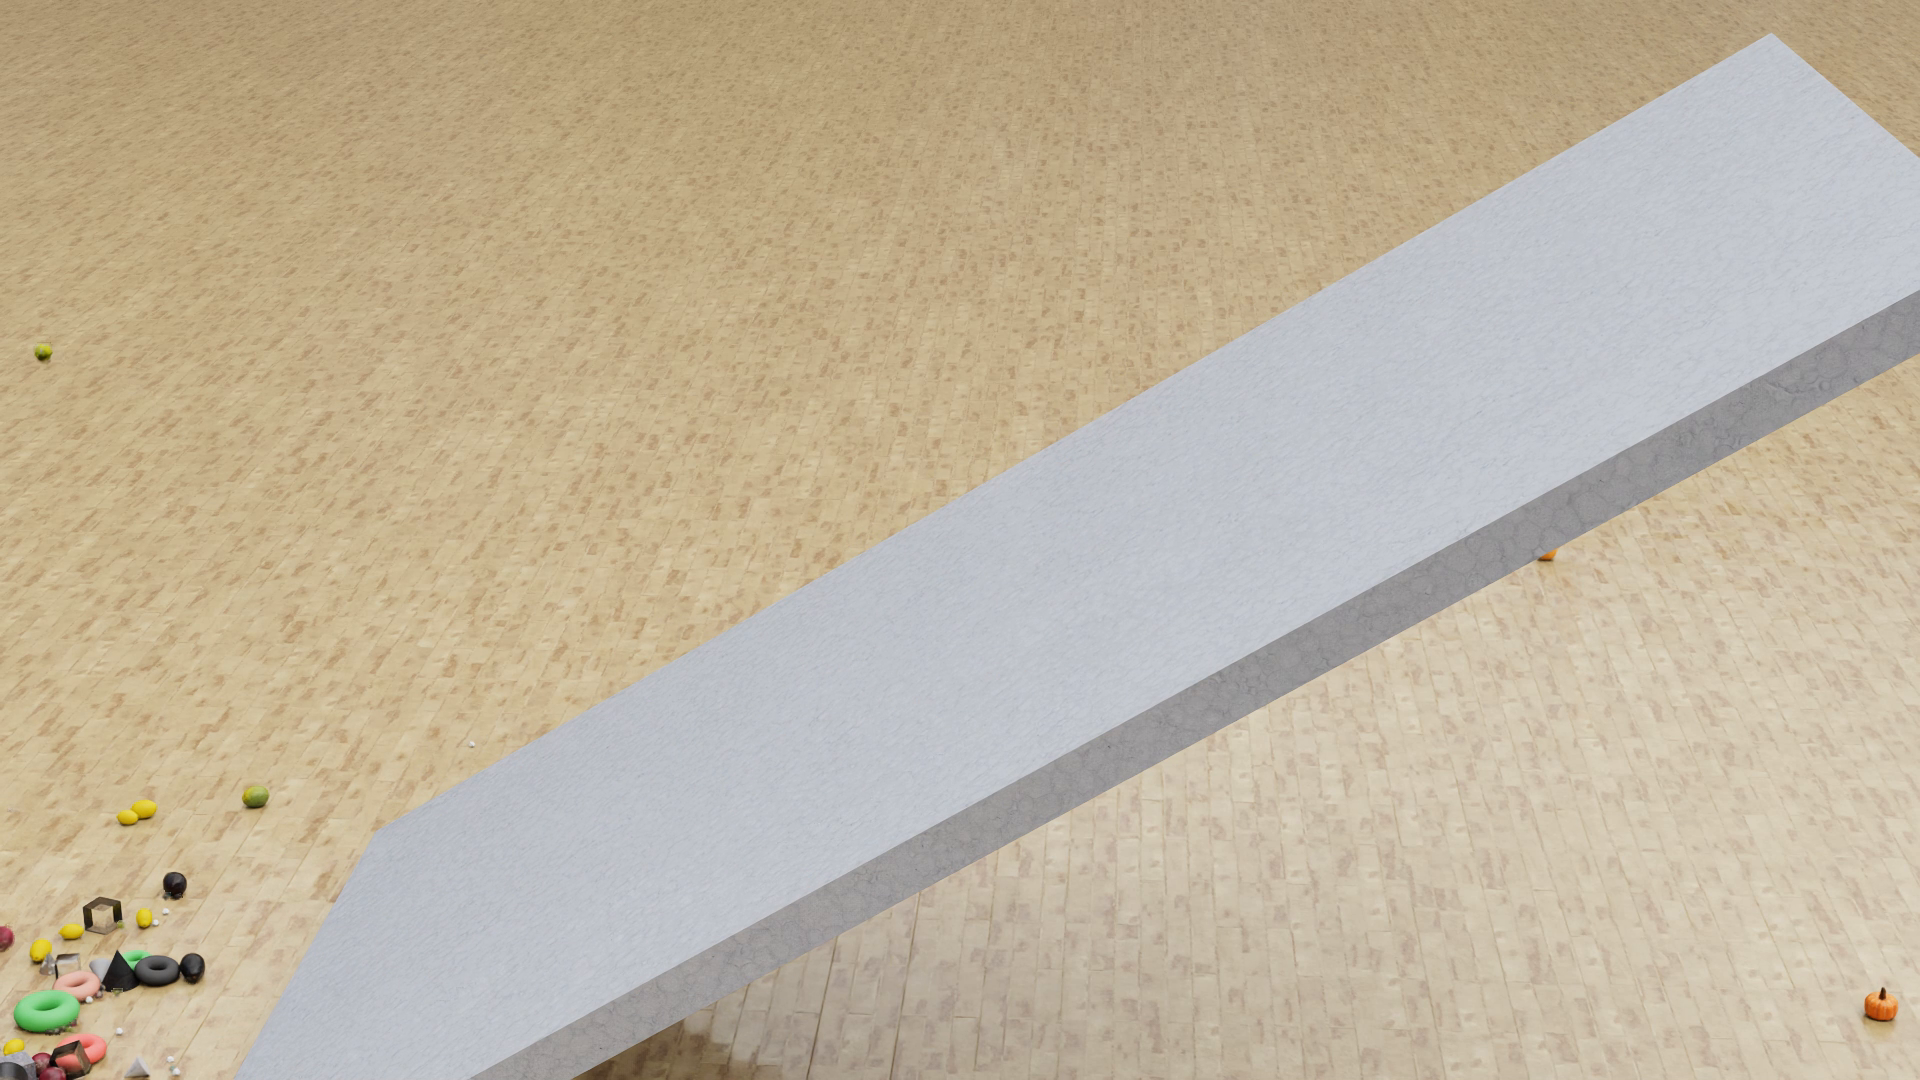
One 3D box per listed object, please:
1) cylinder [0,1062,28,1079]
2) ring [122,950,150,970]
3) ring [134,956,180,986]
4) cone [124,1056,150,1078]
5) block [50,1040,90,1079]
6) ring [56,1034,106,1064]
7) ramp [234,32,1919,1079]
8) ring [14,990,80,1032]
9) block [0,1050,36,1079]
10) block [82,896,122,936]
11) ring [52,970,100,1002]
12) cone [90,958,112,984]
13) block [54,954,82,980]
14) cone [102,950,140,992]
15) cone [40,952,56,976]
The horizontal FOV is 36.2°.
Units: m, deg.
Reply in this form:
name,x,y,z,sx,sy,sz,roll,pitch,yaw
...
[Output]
name,x,y,z,sx,sy,sz,roll,pitch,yaw
cylinder,-2.107,1.215,6.494,0.091,0.091,0.091,-5,20,-13
ring,-2.001,1.023,7.130,0.087,0.029,0.087,-1,21,0
ring,-1.930,1.035,7.074,0.108,0.036,0.108,8,21,-3
cone,-1.866,1.199,6.638,0.054,0.054,0.054,-31,26,-7
block,-2.005,1.176,6.625,0.061,0.061,0.061,-19,20,1
ring,-2.007,1.165,6.717,0.114,0.038,0.114,1,19,0
ramp,0.141,0.169,6.290,4.000,0.100,2.000,-30,15,13
ring,-2.135,1.102,6.877,0.149,0.050,0.149,1,20,0
block,-2.113,1.195,6.585,0.067,0.067,0.067,-14,24,-34
block,-2.134,0.935,7.322,0.065,0.065,0.065,8,21,22
ring,-2.104,1.064,7.002,0.112,0.037,0.112,-2,23,1
cone,-2.065,1.045,7.071,0.056,0.056,0.056,-4,46,-11
block,-2.145,1.030,7.075,0.052,0.052,0.052,-3,20,-8
cone,-2.014,1.021,7.041,0.092,0.092,0.092,0,20,0
cone,-2.202,1.017,7.110,0.052,0.052,0.052,0,20,0
